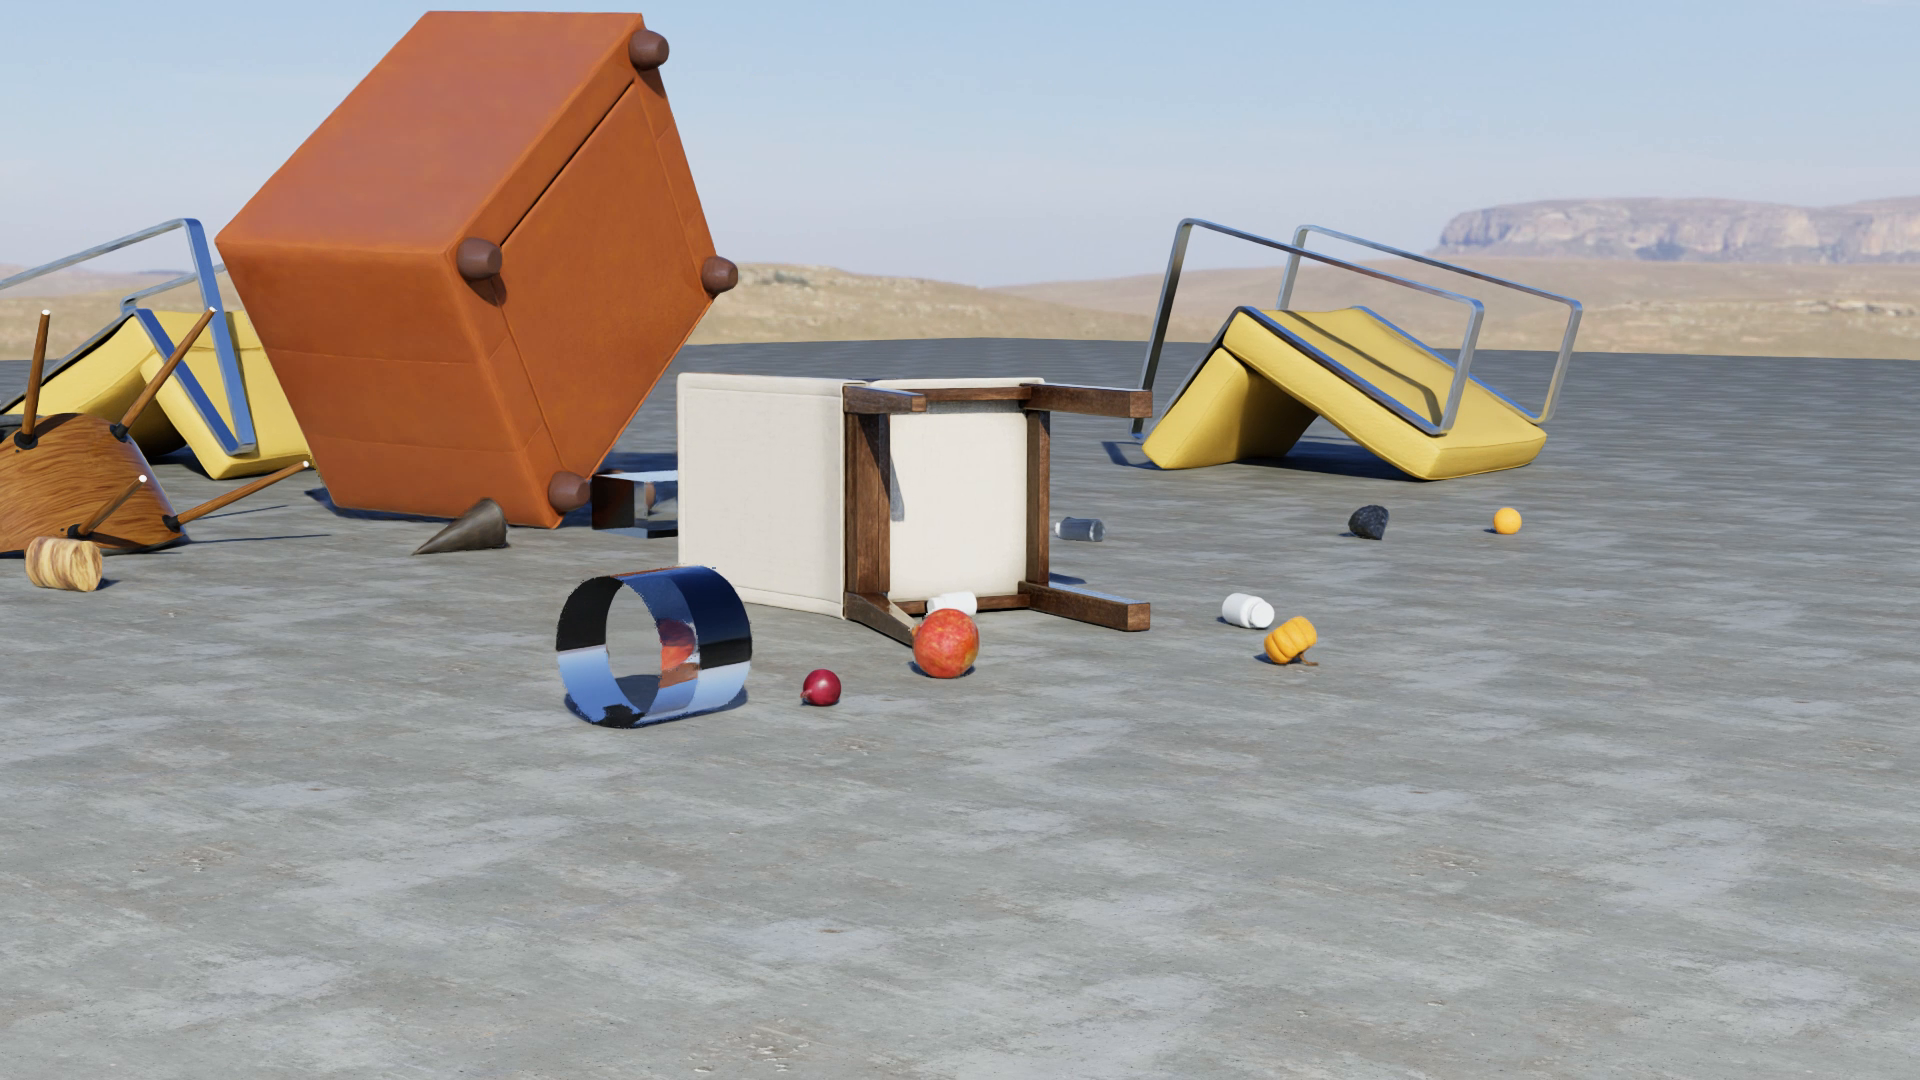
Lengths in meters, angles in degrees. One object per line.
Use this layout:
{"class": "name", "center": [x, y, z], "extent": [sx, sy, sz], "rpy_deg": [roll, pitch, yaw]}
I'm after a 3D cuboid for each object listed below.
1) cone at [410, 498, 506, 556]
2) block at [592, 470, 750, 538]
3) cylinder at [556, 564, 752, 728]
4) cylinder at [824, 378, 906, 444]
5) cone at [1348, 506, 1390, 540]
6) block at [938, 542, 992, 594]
{"class": "cone", "center": [-1.216, -0.003, 6.138], "extent": [0.112, 0.131, 0.242], "rpy_deg": [32, 40, 33]}
{"class": "block", "center": [-0.749, -0.095, 6.634], "extent": [0.306, 0.143, 0.276], "rpy_deg": [-5, 7, -38]}
{"class": "cylinder", "center": [-0.454, 0.156, 3.814], "extent": [0.214, 0.223, 0.193], "rpy_deg": [-14, -4, 37]}
{"class": "cylinder", "center": [-0.371, -0.507, 10.076], "extent": [0.278, 0.256, 0.276], "rpy_deg": [1, 19, 8]}
{"class": "cone", "center": [1.042, -0.024, 6.437], "extent": [0.110, 0.093, 0.092], "rpy_deg": [-1, 33, -15]}
{"class": "block", "center": [0.011, 0.059, 5.379], "extent": [0.072, 0.095, 0.097], "rpy_deg": [5, 7, 38]}
